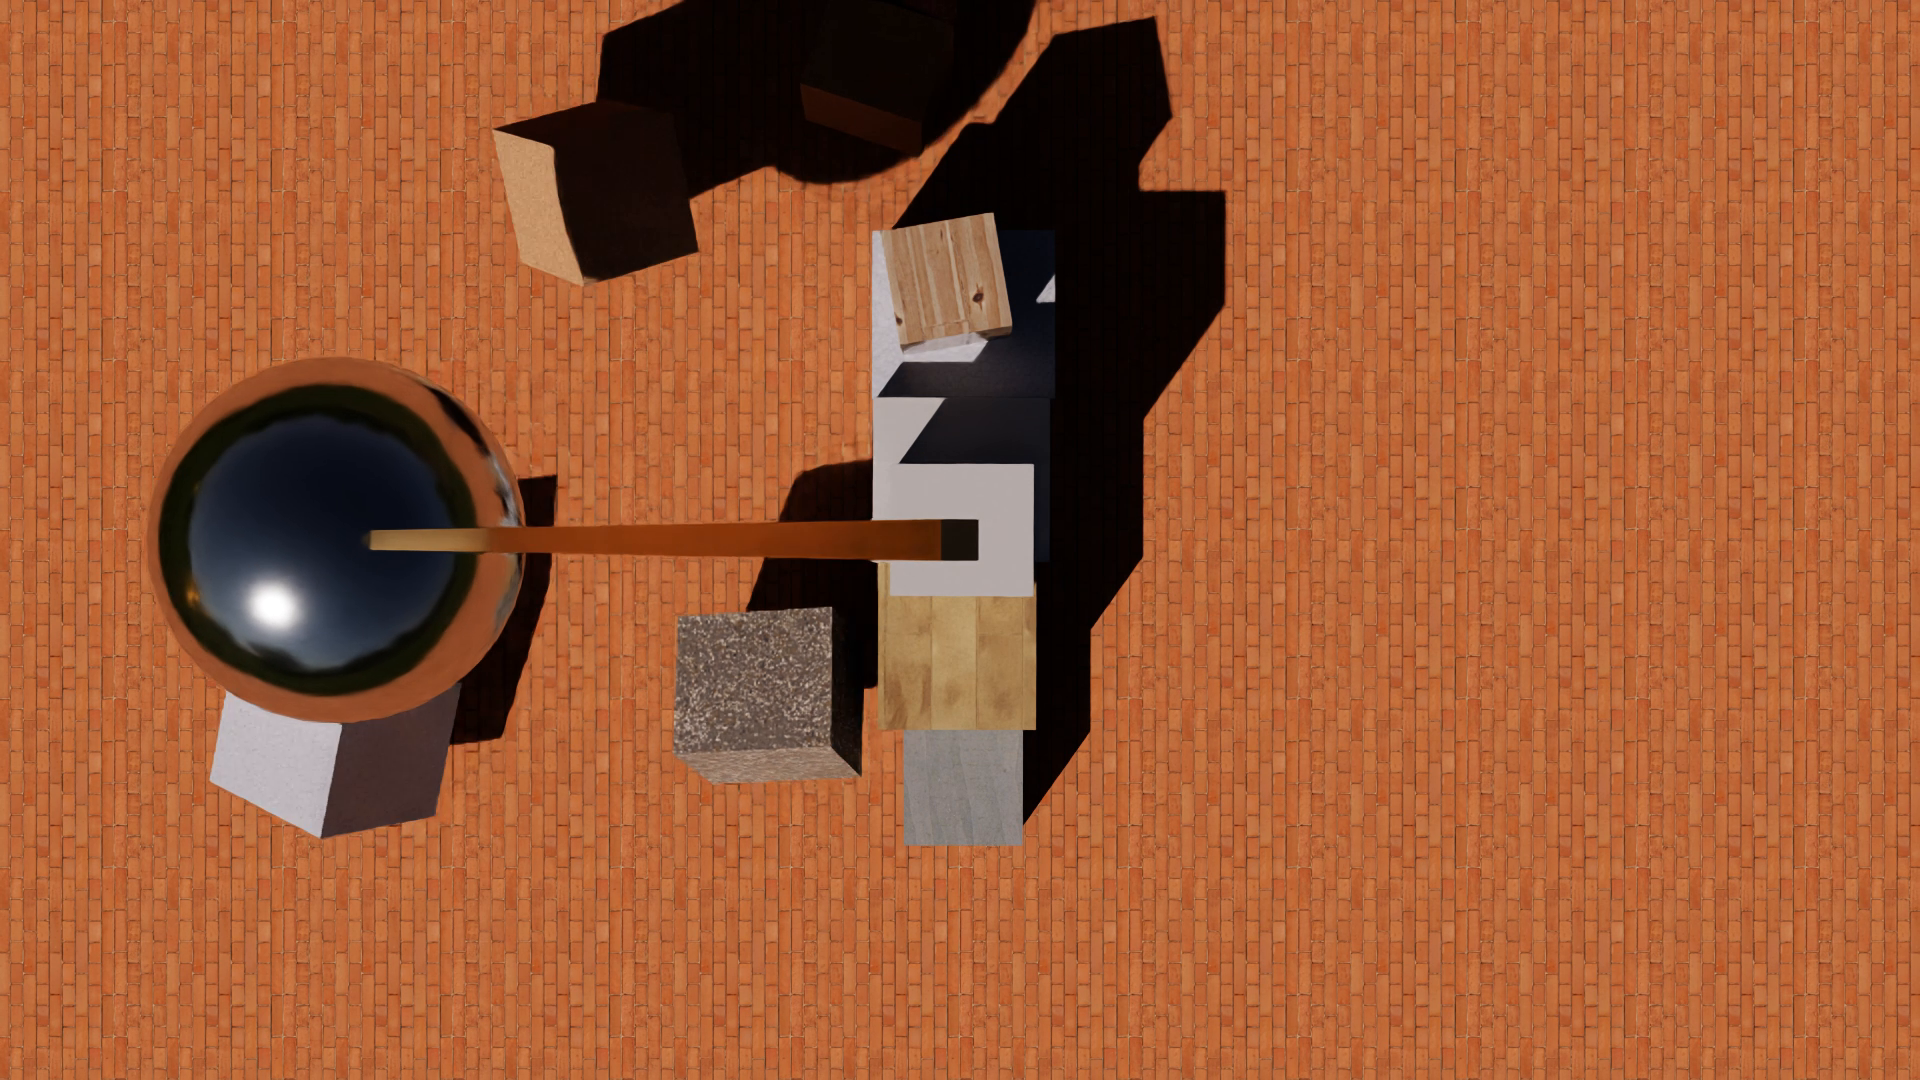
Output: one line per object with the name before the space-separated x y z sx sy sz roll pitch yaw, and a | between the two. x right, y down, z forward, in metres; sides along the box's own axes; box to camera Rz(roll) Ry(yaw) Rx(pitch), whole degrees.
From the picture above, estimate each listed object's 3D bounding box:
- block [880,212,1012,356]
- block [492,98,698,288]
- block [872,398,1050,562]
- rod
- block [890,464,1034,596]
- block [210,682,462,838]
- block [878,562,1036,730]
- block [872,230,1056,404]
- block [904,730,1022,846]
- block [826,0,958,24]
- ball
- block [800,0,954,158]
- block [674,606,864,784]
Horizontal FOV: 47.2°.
block | -0.070 -1.370 11.857 0.600 0.676 0.602 -10 90 0
block | -2.032 -1.950 12.265 0.719 0.813 0.780 -22 117 -29
block | 0.007 -0.327 12.483 0.963 1.035 0.894 0 90 0
rod | -1.168 0.000 6.536 0.080 5.200 0.080 0 90 -27
block | 0.010 -0.051 11.578 0.730 0.774 0.673 0 90 0
block | -3.499 1.074 12.343 0.901 0.857 0.810 19 102 29
block | -0.017 0.577 12.495 0.866 1.010 0.915 0 90 0
block | 0.020 -1.252 12.598 1.016 0.805 0.934 0 90 0
block | 0.018 1.386 12.683 0.671 0.633 0.663 0 90 0
block | -0.360 -3.313 12.616 0.574 0.518 0.572 11 90 -40
ball | -2.695 0.000 9.573 1.600 1.600 1.600 0 90 0
block | -0.469 -2.679 12.625 0.715 0.673 0.595 18 83 1
block | -1.052 0.879 12.270 0.873 0.758 0.777 -4 71 10
